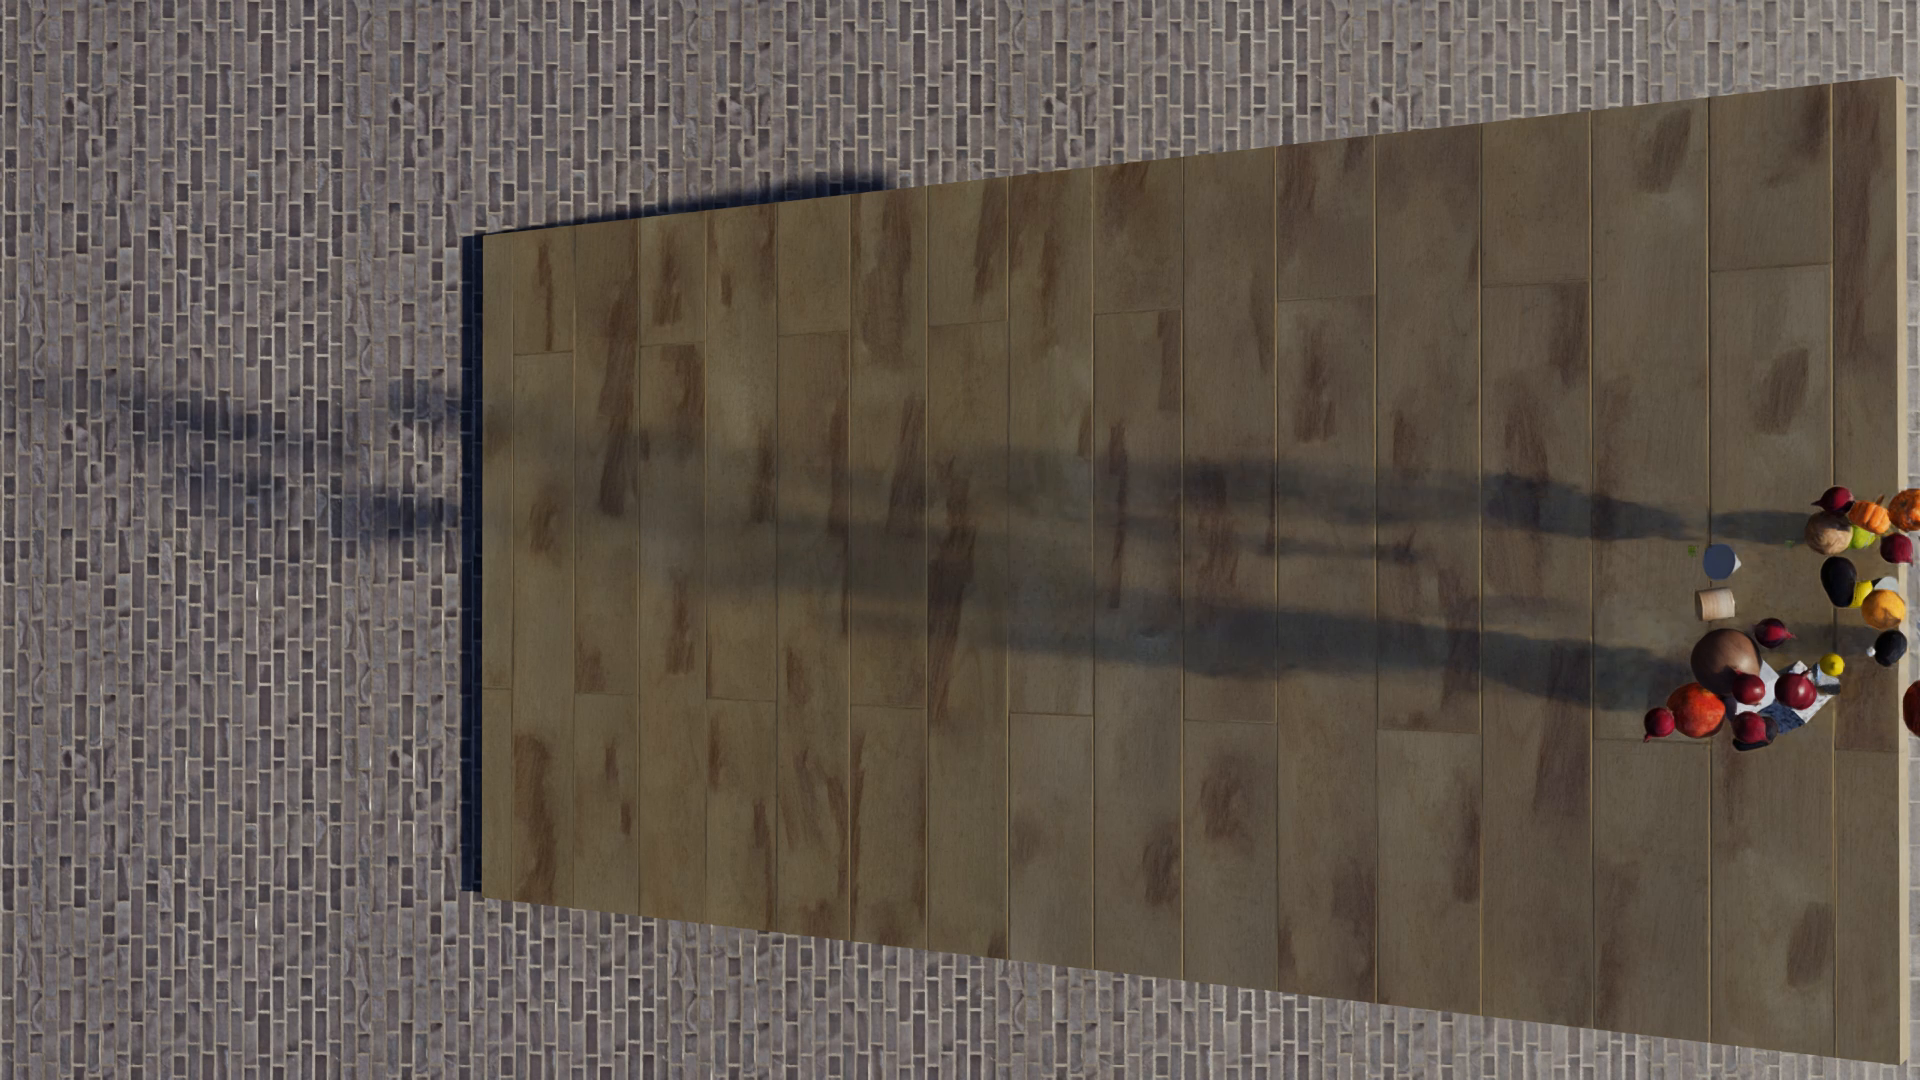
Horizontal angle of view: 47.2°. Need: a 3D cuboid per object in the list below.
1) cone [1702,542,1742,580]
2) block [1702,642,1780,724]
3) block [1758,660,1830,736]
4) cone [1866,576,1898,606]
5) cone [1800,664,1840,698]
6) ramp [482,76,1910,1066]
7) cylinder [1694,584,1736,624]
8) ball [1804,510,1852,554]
[{"bbox_3d":[1.512,0.045,4.314,0.074,0.074,0.074,6,89,-34],"label":"cone"},{"bbox_3d":[1.564,0.288,4.410,0.096,0.096,0.096,-26,52,-10],"label":"block"},{"bbox_3d":[1.686,0.320,4.465,0.094,0.094,0.094,-39,82,-21],"label":"block"},{"bbox_3d":[1.770,0.090,4.253,0.059,0.059,0.059,-6,108,-18],"label":"cone"},{"bbox_3d":[1.698,0.295,4.377,0.073,0.073,0.073,17,49,-21],"label":"cone"},{"bbox_3d":[0.254,0.070,5.587,4.000,0.100,2.000,0,89,33],"label":"ramp"},{"bbox_3d":[1.445,0.123,4.212,0.059,0.059,0.059,-20,90,23],"label":"cylinder"},{"bbox_3d":[1.742,-0.015,4.411,0.090,0.090,0.090,0,90,0],"label":"ball"}]
